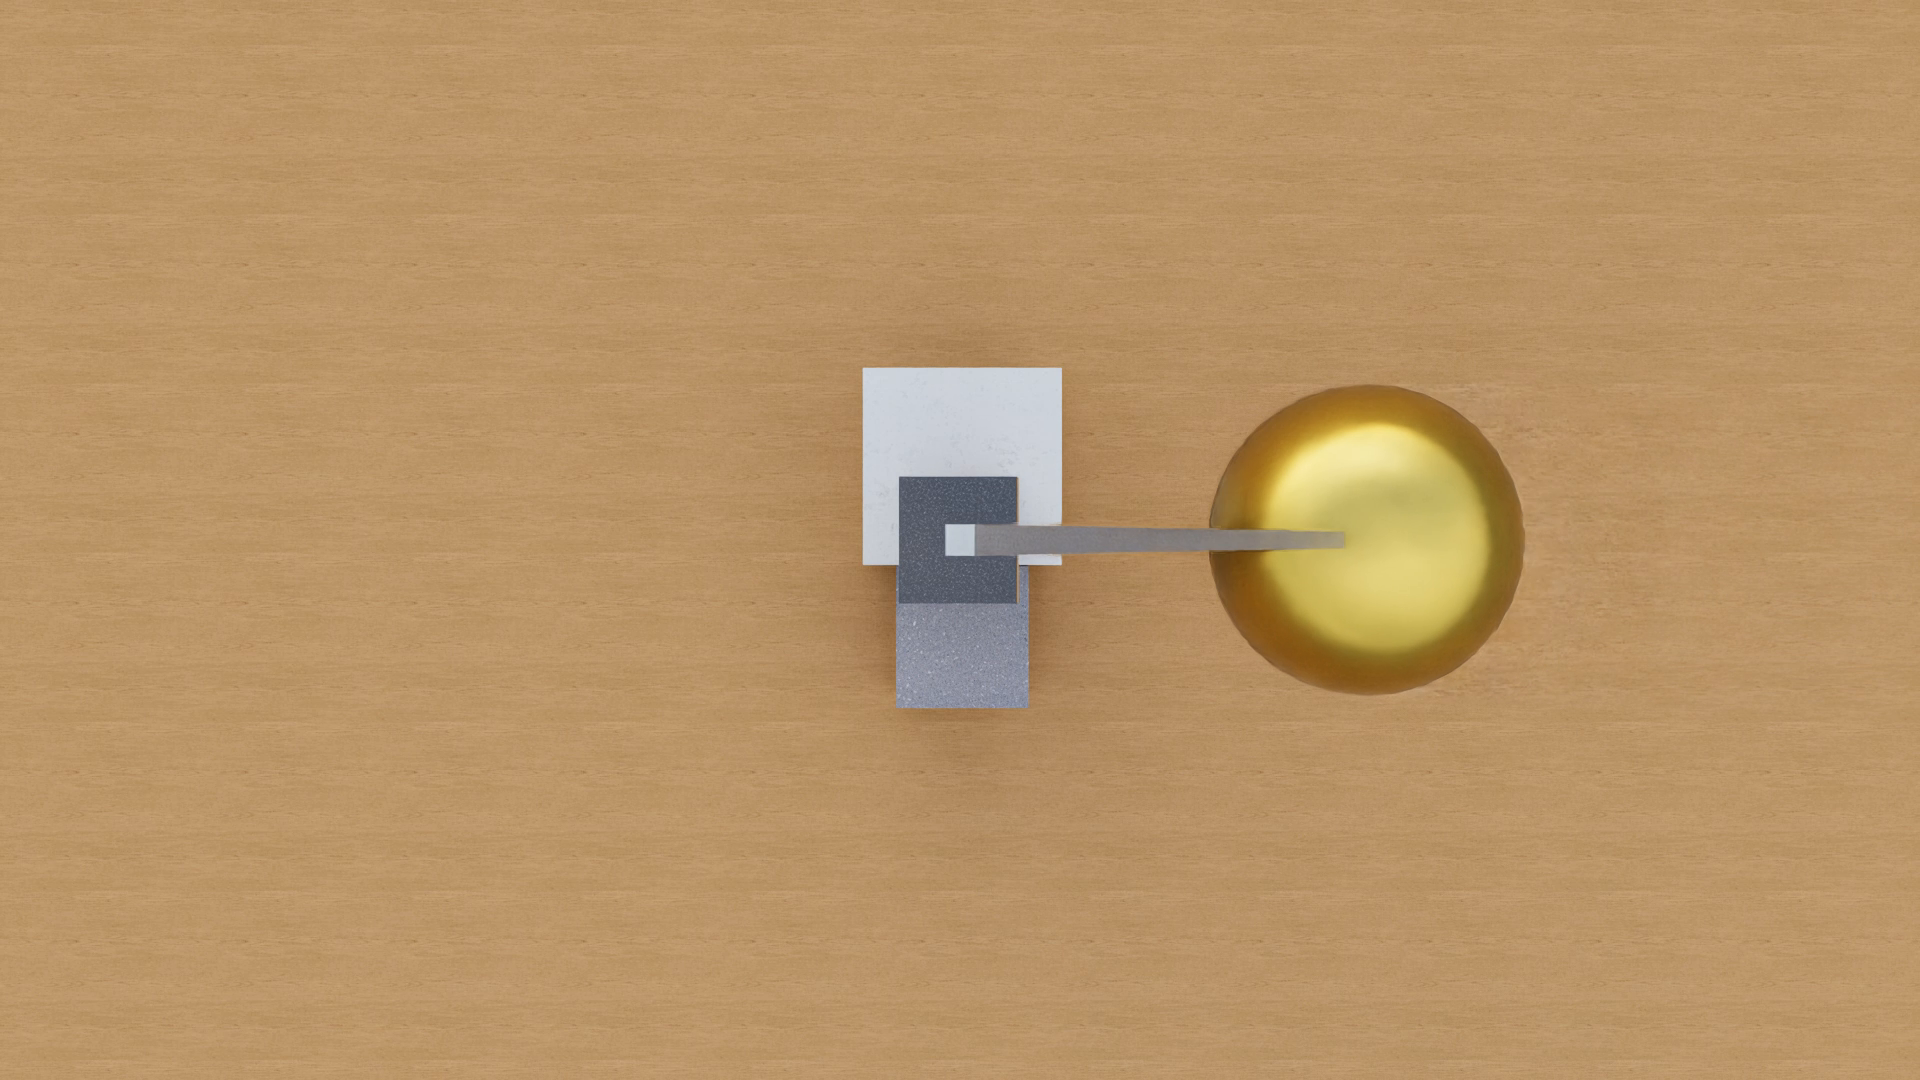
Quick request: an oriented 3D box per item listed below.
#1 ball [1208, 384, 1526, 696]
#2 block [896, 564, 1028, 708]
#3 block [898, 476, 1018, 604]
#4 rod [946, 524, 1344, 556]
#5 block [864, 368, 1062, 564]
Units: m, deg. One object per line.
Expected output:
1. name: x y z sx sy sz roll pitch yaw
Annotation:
1. ball: 2.074 0.000 11.269 1.600 1.600 1.600 0 90 0
2. block: 0.014 0.542 12.635 0.740 0.731 0.793 0 90 0
3. block: -0.010 0.000 11.052 0.577 0.639 0.621 0 90 0
4. rod: 0.899 0.000 8.079 0.080 5.200 0.080 0 90 20
5. block: 0.013 -0.401 12.489 1.083 1.022 1.074 0 90 0
